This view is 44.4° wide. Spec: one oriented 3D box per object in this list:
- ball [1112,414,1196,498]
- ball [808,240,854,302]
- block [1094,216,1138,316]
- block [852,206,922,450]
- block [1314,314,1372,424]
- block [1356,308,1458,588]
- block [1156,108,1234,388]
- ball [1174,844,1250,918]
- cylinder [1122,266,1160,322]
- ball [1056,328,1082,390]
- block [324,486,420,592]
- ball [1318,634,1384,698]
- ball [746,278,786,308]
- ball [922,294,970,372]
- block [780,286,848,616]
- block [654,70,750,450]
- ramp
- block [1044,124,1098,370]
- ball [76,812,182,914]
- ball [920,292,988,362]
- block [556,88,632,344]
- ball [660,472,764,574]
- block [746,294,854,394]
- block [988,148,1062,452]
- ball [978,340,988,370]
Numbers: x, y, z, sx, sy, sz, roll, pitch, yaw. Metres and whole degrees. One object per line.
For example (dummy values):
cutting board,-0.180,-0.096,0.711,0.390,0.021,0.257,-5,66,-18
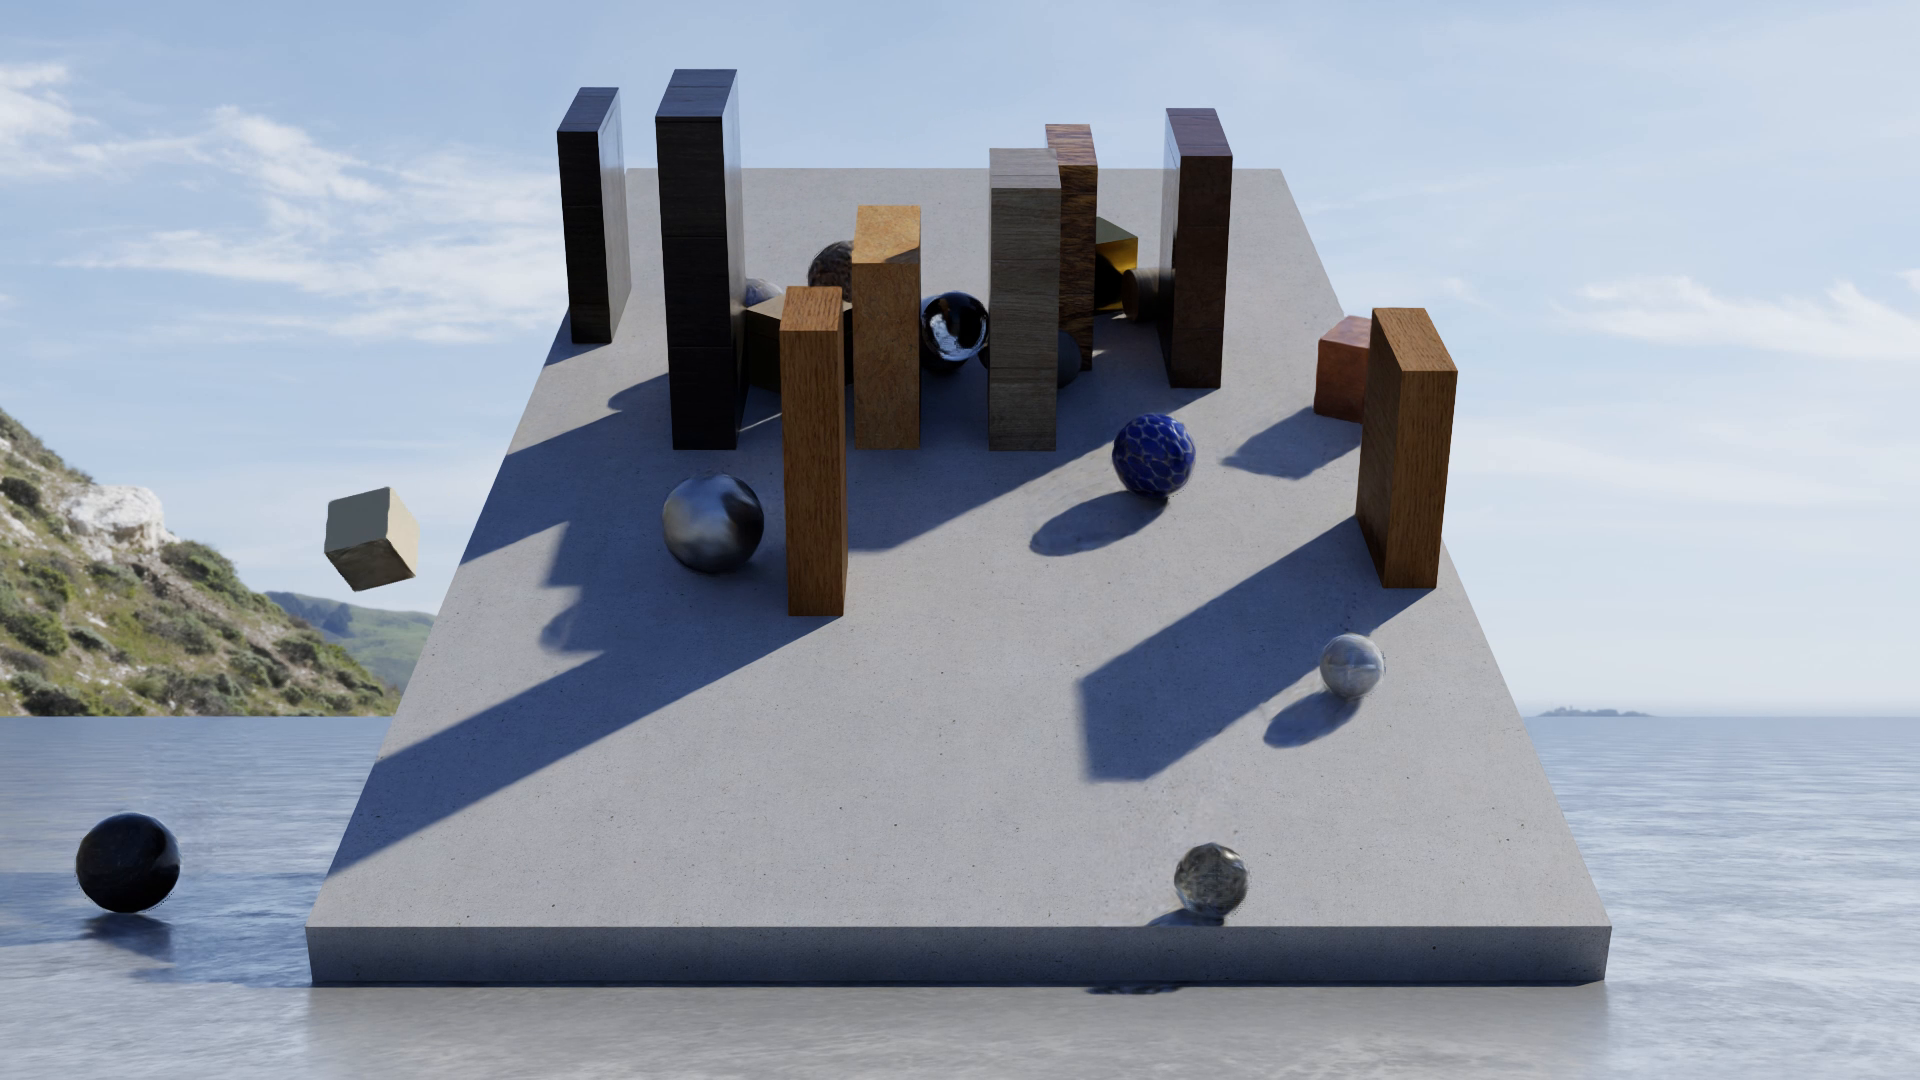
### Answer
ball,0.412,-0.179,4.995,0.179,0.179,0.179,0,-4,0
ball,-0.269,-0.630,5.765,0.209,0.209,0.209,0,-4,0
block,0.324,-0.704,6.073,0.192,0.192,0.192,-13,28,-25
block,-0.163,-0.488,5.338,0.144,0.437,0.409,0,26,0
block,0.945,-0.389,5.430,0.185,0.185,0.185,14,29,27
block,0.886,-0.187,4.691,0.105,0.460,0.348,0,26,0
block,0.559,-0.704,5.642,0.120,0.567,0.407,0,26,0
ball,0.386,0.523,3.606,0.115,0.115,0.115,0,-4,0
cylinder,0.496,-0.627,5.982,0.135,0.135,0.135,-7,-2,-14
ball,0.213,-0.427,5.547,0.149,0.149,0.149,0,-4,0
block,-1.282,-0.002,5.130,0.146,0.146,0.146,-13,-39,8
ball,0.704,0.225,4.229,0.115,0.115,0.115,0,-4,0
ball,-0.499,-0.537,5.700,0.195,0.195,0.195,0,-4,0
ball,-0.047,-0.497,5.649,0.186,0.186,0.186,0,-4,0
block,-0.277,-0.169,4.503,0.105,0.584,0.240,0,26,0
block,-0.569,-0.628,5.256,0.140,0.759,0.394,0,26,0
ramp,-0.009,-0.229,5.420,2.000,0.100,4.000,0,26,0
block,0.264,-0.716,5.729,0.110,0.512,0.351,0,26,0
ball,-1.713,0.665,4.845,0.206,0.206,0.206,0,-4,0
ball,-0.010,-0.497,5.465,0.162,0.162,0.162,0,-4,0
block,-0.915,-0.820,5.908,0.099,0.539,0.408,0,26,0
ball,-0.491,-0.034,4.662,0.204,0.204,0.204,0,-4,0
block,-0.372,-0.463,5.572,0.189,0.189,0.189,20,32,35
block,0.139,-0.537,5.245,0.148,0.607,0.300,0,26,0
ball,0.106,-0.459,5.632,0.131,0.131,0.131,0,-4,0
